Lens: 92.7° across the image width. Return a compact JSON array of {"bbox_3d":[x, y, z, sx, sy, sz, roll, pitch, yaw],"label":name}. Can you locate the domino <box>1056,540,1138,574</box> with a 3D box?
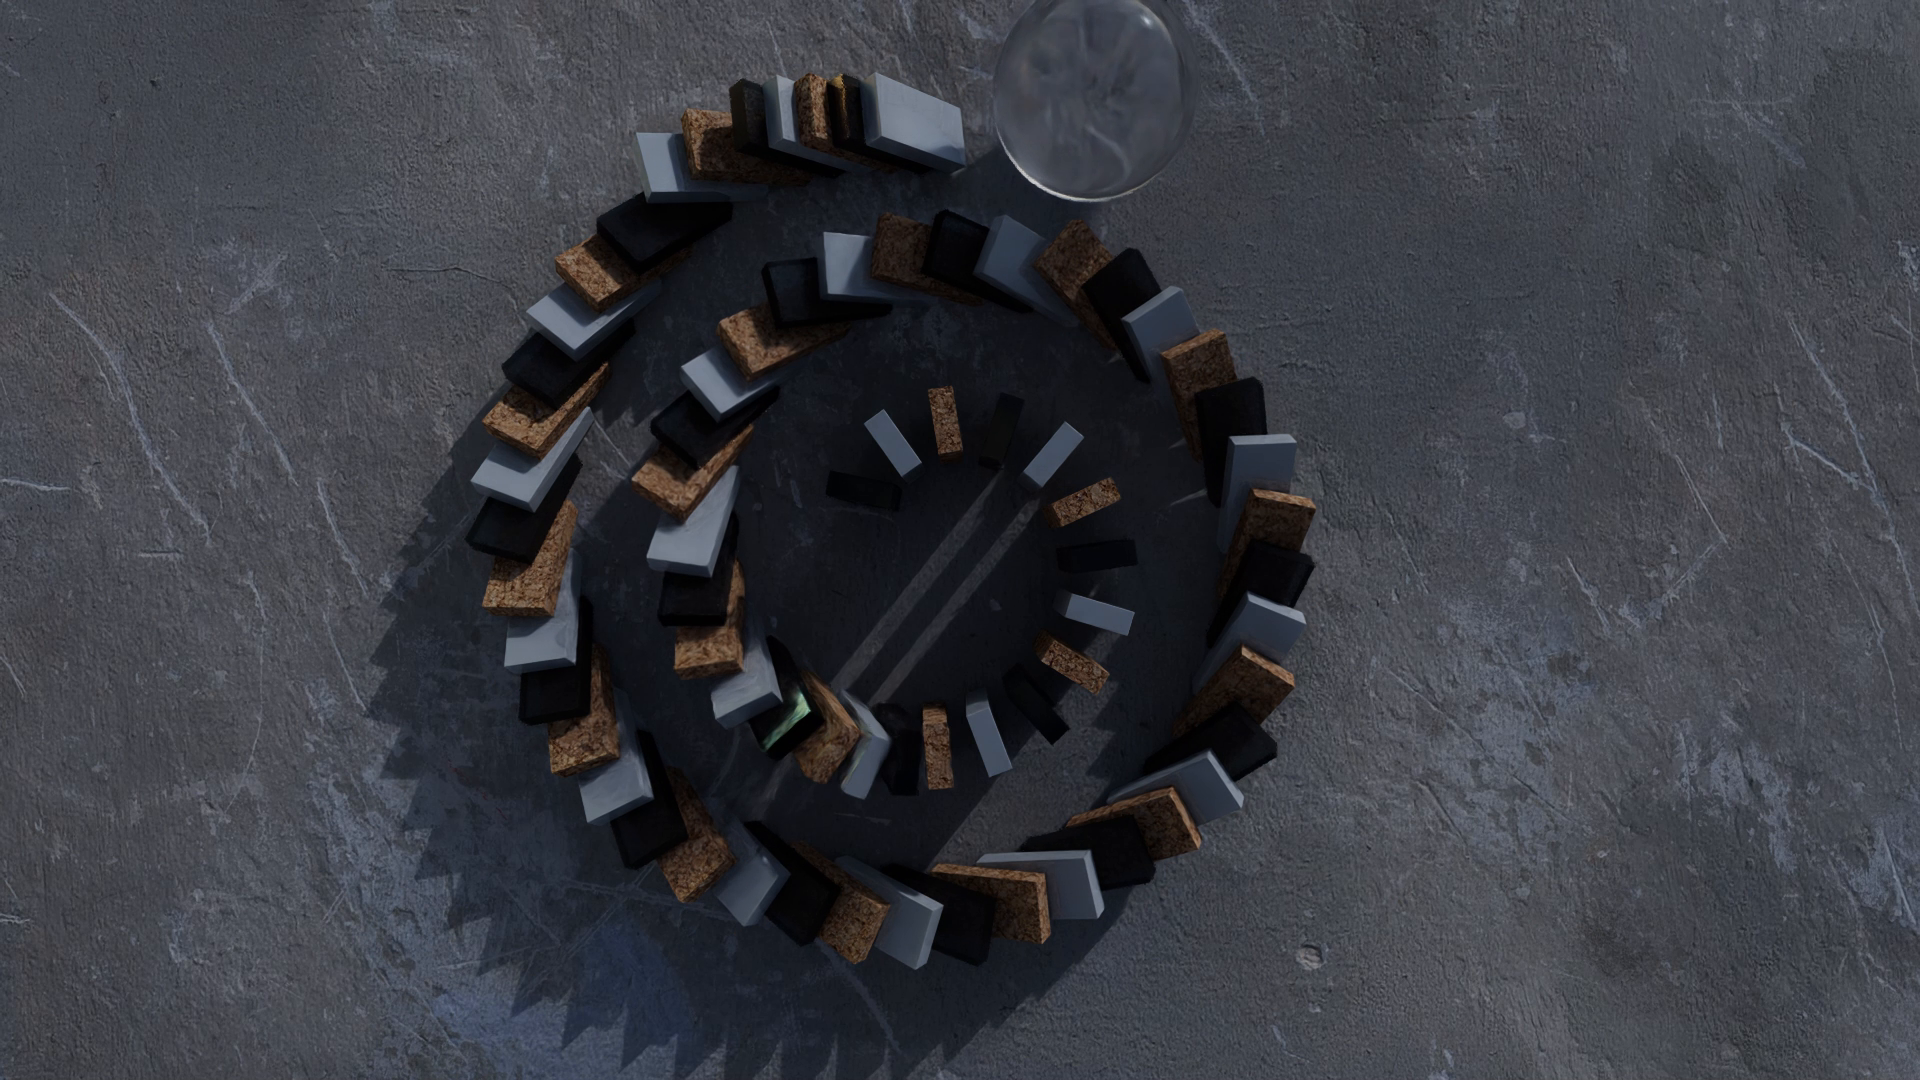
[{"bbox_3d":[0.055,0.007,0.375,0.025,0.050,0.009,-8,90,0],"label":"domino"}]

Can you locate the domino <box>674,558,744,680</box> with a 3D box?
[{"bbox_3d":[-0.104,0.032,0.381,0.025,0.010,0.050,-9,54,0],"label":"domino"}]

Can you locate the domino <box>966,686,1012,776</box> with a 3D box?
[{"bbox_3d":[0.011,0.077,0.375,0.010,0.050,0.025,-21,90,0],"label":"domino"}]

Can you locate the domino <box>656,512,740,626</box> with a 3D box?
[{"bbox_3d":[-0.108,0.012,0.382,0.025,0.010,0.050,-1,57,0],"label":"domino"}]

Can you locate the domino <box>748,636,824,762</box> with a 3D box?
[{"bbox_3d":[-0.077,0.065,0.379,0.025,0.050,0.009,-41,134,0],"label":"domino"}]

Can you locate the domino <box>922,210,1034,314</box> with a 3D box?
[{"bbox_3d":[0.011,-0.116,0.384,0.050,0.009,0.025,14,90,-28],"label":"domino"}]

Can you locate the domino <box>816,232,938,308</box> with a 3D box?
[{"bbox_3d":[-0.034,-0.113,0.384,0.050,0.010,0.025,-4,90,-28],"label":"domino"}]

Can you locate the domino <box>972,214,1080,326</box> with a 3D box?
[{"bbox_3d":[0.032,-0.112,0.384,0.050,0.009,0.025,21,90,-28],"label":"domino"}]

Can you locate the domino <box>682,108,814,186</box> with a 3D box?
[{"bbox_3d":[-0.088,-0.163,0.383,0.050,0.009,0.025,-9,89,-30],"label":"domino"}]

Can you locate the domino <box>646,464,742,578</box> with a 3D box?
[{"bbox_3d":[-0.110,-0.010,0.383,0.025,0.009,0.050,8,59,0],"label":"domino"}]

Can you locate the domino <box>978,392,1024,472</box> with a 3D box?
[{"bbox_3d":[0.016,-0.043,0.375,0.010,0.050,0.025,18,90,0],"label":"domino"}]

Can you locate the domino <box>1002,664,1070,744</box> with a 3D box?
[{"bbox_3d":[0.030,0.066,0.375,0.009,0.050,0.025,-42,90,0],"label":"domino"}]

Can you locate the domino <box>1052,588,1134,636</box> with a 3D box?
[{"bbox_3d":[0.053,0.029,0.375,0.025,0.050,0.010,17,90,0],"label":"domino"}]

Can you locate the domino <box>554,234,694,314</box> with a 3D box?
[{"bbox_3d":[-0.140,-0.119,0.385,0.025,0.009,0.050,45,63,0],"label":"domino"}]

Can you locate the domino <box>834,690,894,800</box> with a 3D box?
[{"bbox_3d":[-0.044,0.083,0.375,0.010,0.050,0.025,28,90,-25],"label":"domino"}]

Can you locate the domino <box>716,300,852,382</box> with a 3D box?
[{"bbox_3d":[-0.073,-0.088,0.384,0.050,0.010,0.025,-33,90,-28],"label":"domino"}]

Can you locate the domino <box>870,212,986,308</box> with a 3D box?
[{"bbox_3d":[-0.011,-0.117,0.384,0.050,0.009,0.025,8,90,-28],"label":"domino"}]

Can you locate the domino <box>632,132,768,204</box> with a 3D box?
[{"bbox_3d":[-0.108,-0.155,0.383,0.050,0.009,0.025,-14,88,-31],"label":"domino"}]

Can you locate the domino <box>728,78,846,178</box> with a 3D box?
[{"bbox_3d":[-0.070,-0.169,0.378,0.009,0.050,0.025,-6,90,43],"label":"domino"}]

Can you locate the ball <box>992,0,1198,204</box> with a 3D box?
[{"bbox_3d":[0.053,-0.175,0.360,0.080,0.080,0.080,0,90,0],"label":"ball"}]

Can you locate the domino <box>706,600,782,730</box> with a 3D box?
[{"bbox_3d":[-0.092,0.051,0.380,0.025,0.009,0.050,-26,49,0],"label":"domino"}]

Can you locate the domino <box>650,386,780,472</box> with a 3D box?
[{"bbox_3d":[-0.102,-0.055,0.384,0.025,0.010,0.050,40,61,0],"label":"domino"}]

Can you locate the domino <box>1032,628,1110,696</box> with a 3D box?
[{"bbox_3d":[0.044,0.049,0.375,0.025,0.050,0.010,32,90,0],"label":"domino"}]

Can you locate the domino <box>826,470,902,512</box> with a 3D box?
[{"bbox_3d":[-0.038,-0.019,0.375,0.025,0.050,0.009,12,90,0],"label":"domino"}]

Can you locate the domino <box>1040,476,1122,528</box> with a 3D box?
[{"bbox_3d":[0.049,-0.015,0.375,0.025,0.050,0.009,-25,90,0],"label":"domino"}]

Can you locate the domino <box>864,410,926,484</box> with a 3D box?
[{"bbox_3d":[-0.026,-0.037,0.375,0.010,0.050,0.025,-36,90,0],"label":"domino"}]

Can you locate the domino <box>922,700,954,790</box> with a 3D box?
[{"bbox_3d":[-0.010,0.083,0.375,0.009,0.050,0.025,-5,90,-3],"label":"domino"}]

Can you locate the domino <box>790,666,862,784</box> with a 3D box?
[{"bbox_3d":[-0.060,0.075,0.377,0.009,0.050,0.025,36,90,-35],"label":"domino"}]

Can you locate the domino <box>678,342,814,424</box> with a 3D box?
[{"bbox_3d":[-0.089,-0.073,0.384,0.050,0.010,0.025,-40,90,-28],"label":"domino"}]

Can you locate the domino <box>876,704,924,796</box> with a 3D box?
[{"bbox_3d":[-0.026,0.084,0.375,0.010,0.050,0.025,6,90,-14],"label":"domino"}]

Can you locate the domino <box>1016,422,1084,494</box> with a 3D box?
[{"bbox_3d":[0.036,-0.033,0.375,0.009,0.050,0.025,40,90,0],"label":"domino"}]

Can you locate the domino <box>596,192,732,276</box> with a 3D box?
[{"bbox_3d":[-0.123,-0.135,0.385,0.025,0.010,0.050,46,64,0],"label":"domino"}]

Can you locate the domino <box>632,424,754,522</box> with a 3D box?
[{"bbox_3d":[-0.111,-0.035,0.384,0.025,0.010,0.050,31,61,0],"label":"domino"}]

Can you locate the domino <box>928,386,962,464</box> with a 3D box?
[{"bbox_3d":[-0.006,-0.046,0.375,0.009,0.050,0.025,-9,90,0],"label":"domino"}]

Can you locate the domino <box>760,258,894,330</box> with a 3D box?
[{"bbox_3d":[-0.055,-0.105,0.384,0.050,0.010,0.025,-15,90,-29],"label":"domino"}]

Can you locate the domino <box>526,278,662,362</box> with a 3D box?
[{"bbox_3d":[-0.153,-0.100,0.385,0.025,0.009,0.050,38,63,0],"label":"domino"}]
